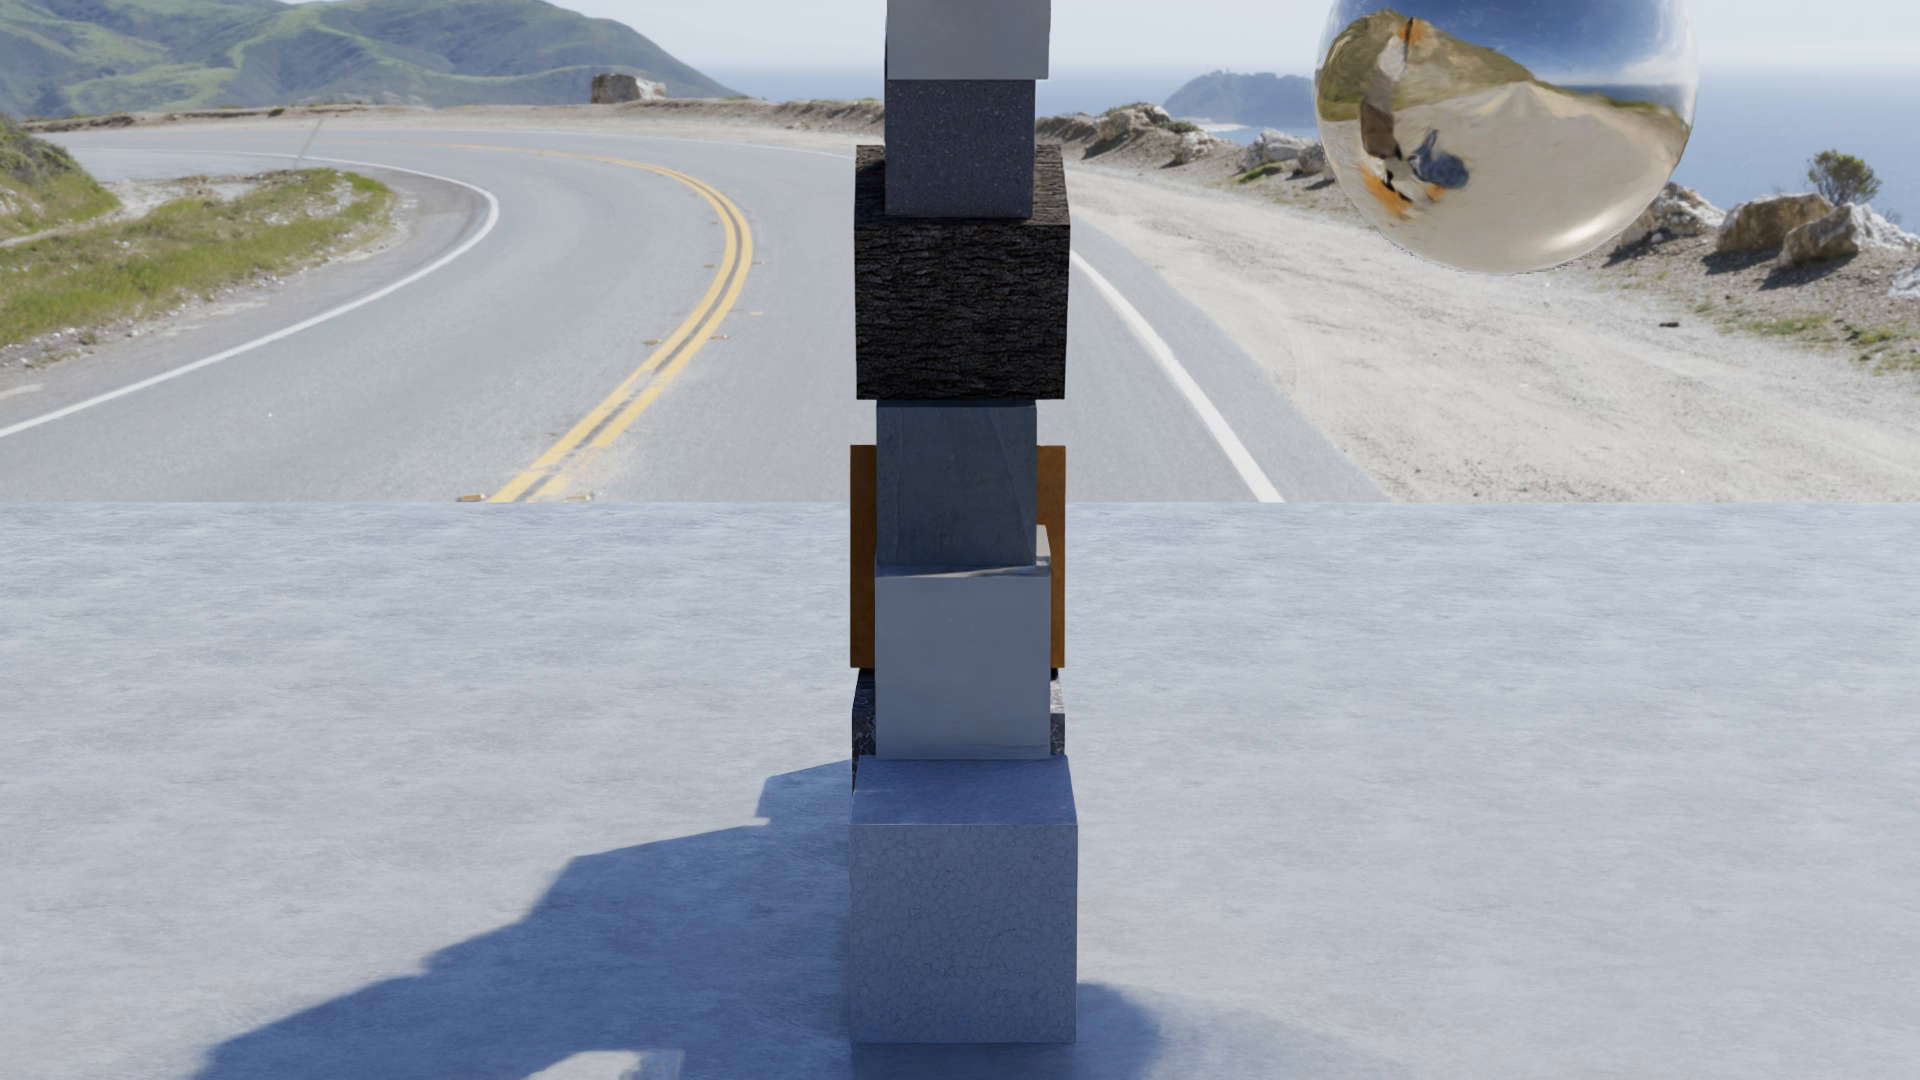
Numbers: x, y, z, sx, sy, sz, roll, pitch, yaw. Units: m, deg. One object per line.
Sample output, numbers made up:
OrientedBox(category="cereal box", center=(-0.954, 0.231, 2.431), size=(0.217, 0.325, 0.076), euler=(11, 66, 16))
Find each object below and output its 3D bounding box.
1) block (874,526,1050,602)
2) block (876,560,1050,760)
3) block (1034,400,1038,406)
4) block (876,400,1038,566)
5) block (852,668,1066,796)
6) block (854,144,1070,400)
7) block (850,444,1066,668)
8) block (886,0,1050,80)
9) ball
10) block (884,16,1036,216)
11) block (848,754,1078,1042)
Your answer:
OrientedBox(category="block", center=(0.012, 0.346, 11.129), size=(0.736, 0.705, 0.724), euler=(0, 10, 0))
OrientedBox(category="block", center=(0.013, 0.476, 10.414), size=(0.687, 0.723, 0.663), euler=(0, 5, 0))
OrientedBox(category="block", center=(0.008, -0.687, 11.376), size=(0.635, 0.597, 0.638), euler=(0, 37, -1))
OrientedBox(category="block", center=(-0.021, -0.274, 10.753), size=(0.652, 0.651, 0.626), euler=(0, 10, -1))
OrientedBox(category="block", center=(-0.007, 1.055, 11.483), size=(0.911, 0.815, 0.946), euler=(0, 10, 0))
OrientedBox(category="block", center=(-0.002, -1.124, 10.717), size=(0.861, 0.802, 0.756), euler=(0, 33, -1))
OrientedBox(category="block", center=(-0.012, 0.064, 12.003), size=(0.968, 1.004, 0.910), euler=(0, 1, 0))
OrientedBox(category="block", center=(0.028, -2.194, 9.956), size=(0.619, 0.593, 0.628), euler=(0, 35, -1))
OrientedBox(category="ball", center=(2.295, -1.928, 10.830), size=(1.600, 1.600, 1.600), euler=(0, 10, 0))
OrientedBox(category="block", center=(-0.006, -1.703, 10.303), size=(0.587, 0.608, 0.570), euler=(0, 35, -1))
OrientedBox(category="block", center=(0.013, 1.350, 9.820), size=(0.828, 0.829, 0.964), euler=(0, 10, 0))
